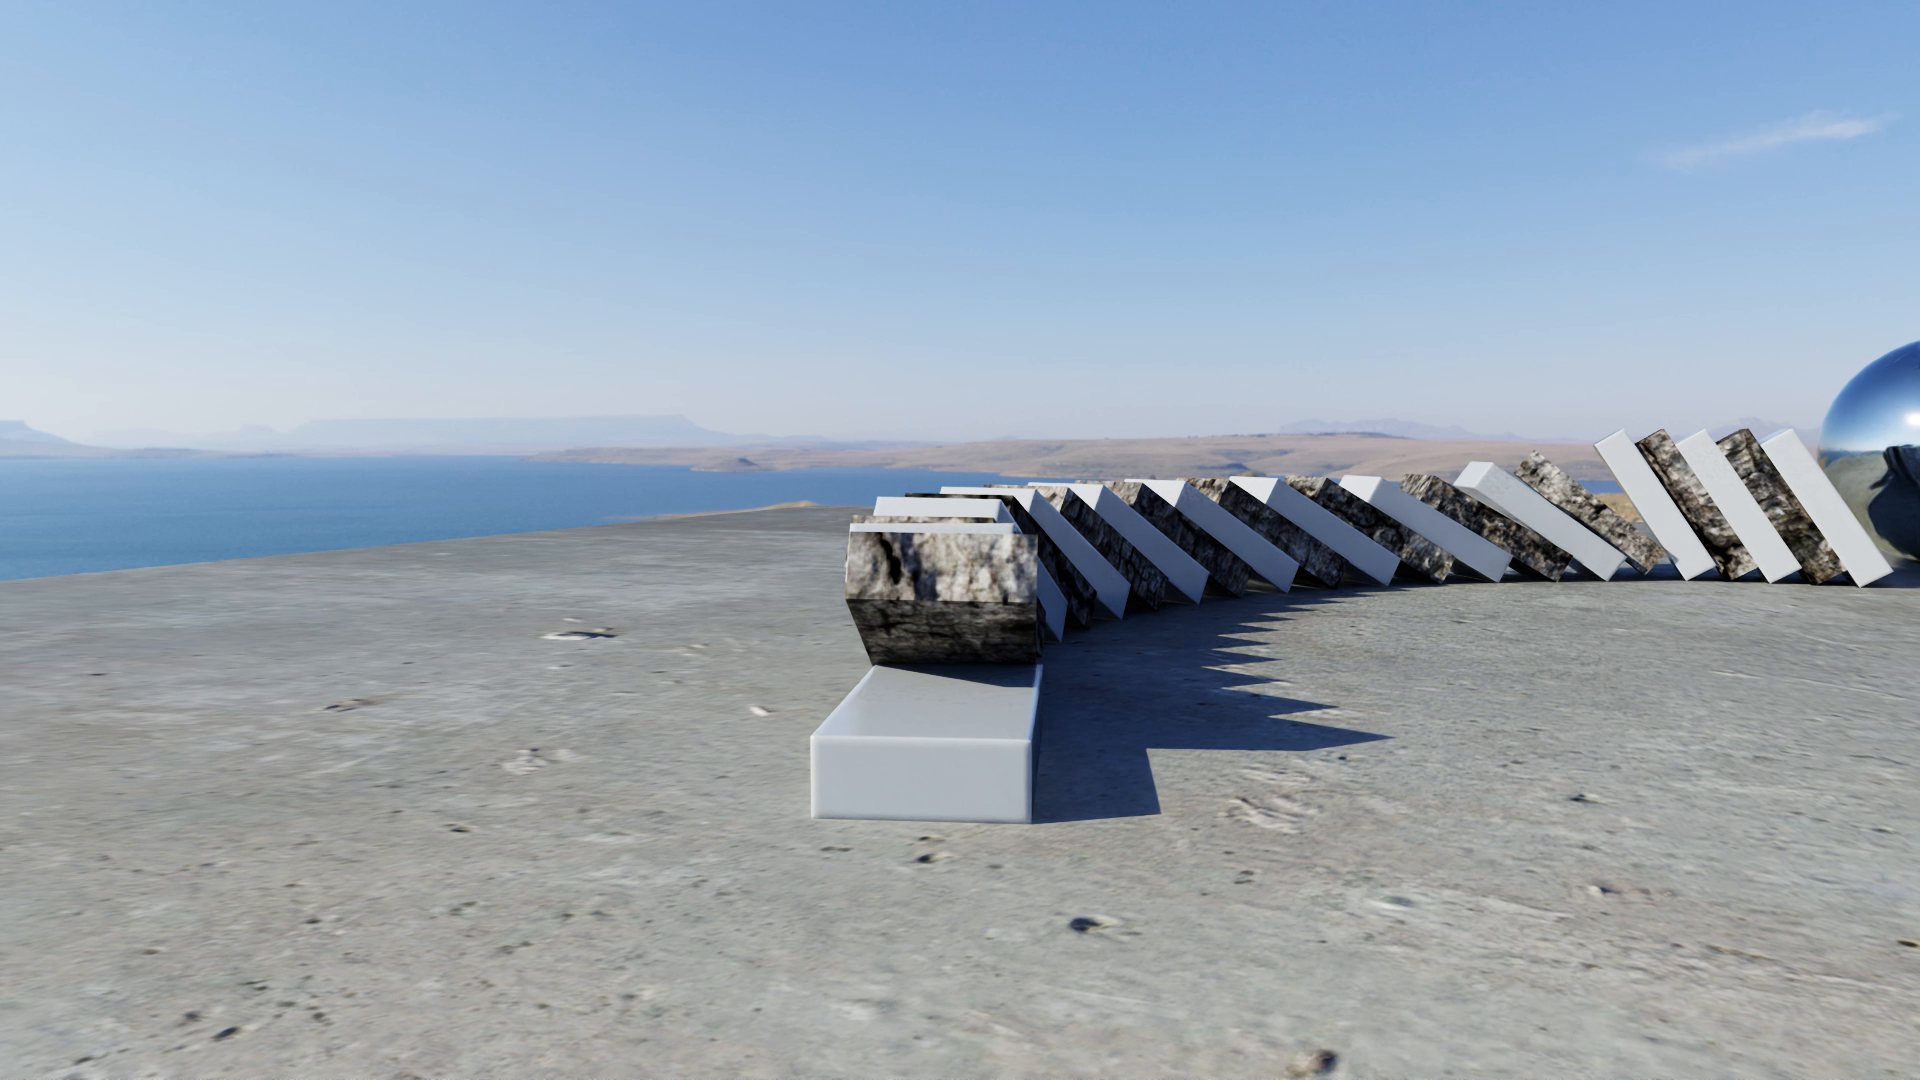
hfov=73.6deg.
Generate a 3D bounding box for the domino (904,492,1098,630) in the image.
[{"bbox_3d":[0.009,0.005,0.280,0.025,0.009,0.050,2,-24,29],"label":"domino"}]

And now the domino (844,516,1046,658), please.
[{"bbox_3d":[-0.001,0.010,0.238,0.025,0.009,0.050,1,-21,15],"label":"domino"}]

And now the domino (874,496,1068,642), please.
[{"bbox_3d":[0.003,0.007,0.260,0.025,0.010,0.050,2,-24,21],"label":"domino"}]

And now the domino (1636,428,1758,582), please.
[{"bbox_3d":[0.234,-0.012,0.409,0.009,0.050,0.025,-34,-11,24],"label":"domino"}]

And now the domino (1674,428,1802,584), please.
[{"bbox_3d":[0.244,-0.011,0.404,0.010,0.050,0.025,-34,-11,24],"label":"domino"}]

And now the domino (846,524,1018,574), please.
[{"bbox_3d":[-0.001,0.011,0.214,0.025,0.009,0.050,0,-22,7],"label":"domino"}]

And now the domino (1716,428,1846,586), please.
[{"bbox_3d":[0.254,-0.011,0.399,0.009,0.050,0.025,-34,-11,24],"label":"domino"}]

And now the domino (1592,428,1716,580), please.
[{"bbox_3d":[0.222,-0.012,0.411,0.010,0.050,0.025,-34,-10,23],"label":"domino"}]

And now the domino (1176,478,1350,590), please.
[{"bbox_3d":[0.087,-0.002,0.376,0.050,0.009,0.025,30,-9,-24],"label":"domino"}]

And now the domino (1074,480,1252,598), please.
[{"bbox_3d":[0.054,0.000,0.349,0.050,0.010,0.025,33,-16,-35],"label":"domino"}]

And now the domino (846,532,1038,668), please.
[{"bbox_3d":[-0.001,0.013,0.192,0.025,0.009,0.050,1,-22,4],"label":"domino"}]

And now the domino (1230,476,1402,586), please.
[{"bbox_3d":[0.105,-0.003,0.386,0.050,0.010,0.025,30,-6,-20],"label":"domino"}]

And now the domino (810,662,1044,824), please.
[{"bbox_3d":[-0.002,0.025,0.169,0.025,0.010,0.050,0,4,5],"label":"domino"}]

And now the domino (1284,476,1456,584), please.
[{"bbox_3d":[0.124,-0.003,0.395,0.050,0.009,0.025,29,-3,-14],"label":"domino"}]

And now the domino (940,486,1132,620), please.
[{"bbox_3d":[0.017,0.004,0.300,0.025,0.010,0.050,3,-24,36],"label":"domino"}]

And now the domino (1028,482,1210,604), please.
[{"bbox_3d":[0.040,0.001,0.334,0.025,0.010,0.050,5,-23,47],"label":"domino"}]

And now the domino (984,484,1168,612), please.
[{"bbox_3d":[0.028,0.002,0.317,0.025,0.010,0.050,4,-24,41],"label":"domino"}]

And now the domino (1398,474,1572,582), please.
[{"bbox_3d":[0.164,-0.004,0.406,0.050,0.009,0.025,29,4,-2],"label":"domino"}]

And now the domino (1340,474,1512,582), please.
[{"bbox_3d":[0.144,-0.004,0.401,0.050,0.010,0.025,29,0,-9],"label":"domino"}]

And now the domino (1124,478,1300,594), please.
[{"bbox_3d":[0.070,-0.001,0.363,0.050,0.009,0.025,31,-13,-30],"label":"domino"}]

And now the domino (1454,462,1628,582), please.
[{"bbox_3d":[0.184,-0.007,0.409,0.050,0.010,0.025,36,8,3],"label":"domino"}]

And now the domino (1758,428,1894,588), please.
[{"bbox_3d":[0.264,-0.011,0.393,0.009,0.050,0.025,-34,-11,24],"label":"domino"}]

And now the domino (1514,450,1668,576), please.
[{"bbox_3d":[0.204,-0.009,0.417,0.050,0.010,0.025,44,17,19],"label":"domino"}]

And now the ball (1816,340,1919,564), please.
[{"bbox_3d":[0.339,-0.030,0.436,0.080,0.080,0.080,0,4,0],"label":"ball"}]
